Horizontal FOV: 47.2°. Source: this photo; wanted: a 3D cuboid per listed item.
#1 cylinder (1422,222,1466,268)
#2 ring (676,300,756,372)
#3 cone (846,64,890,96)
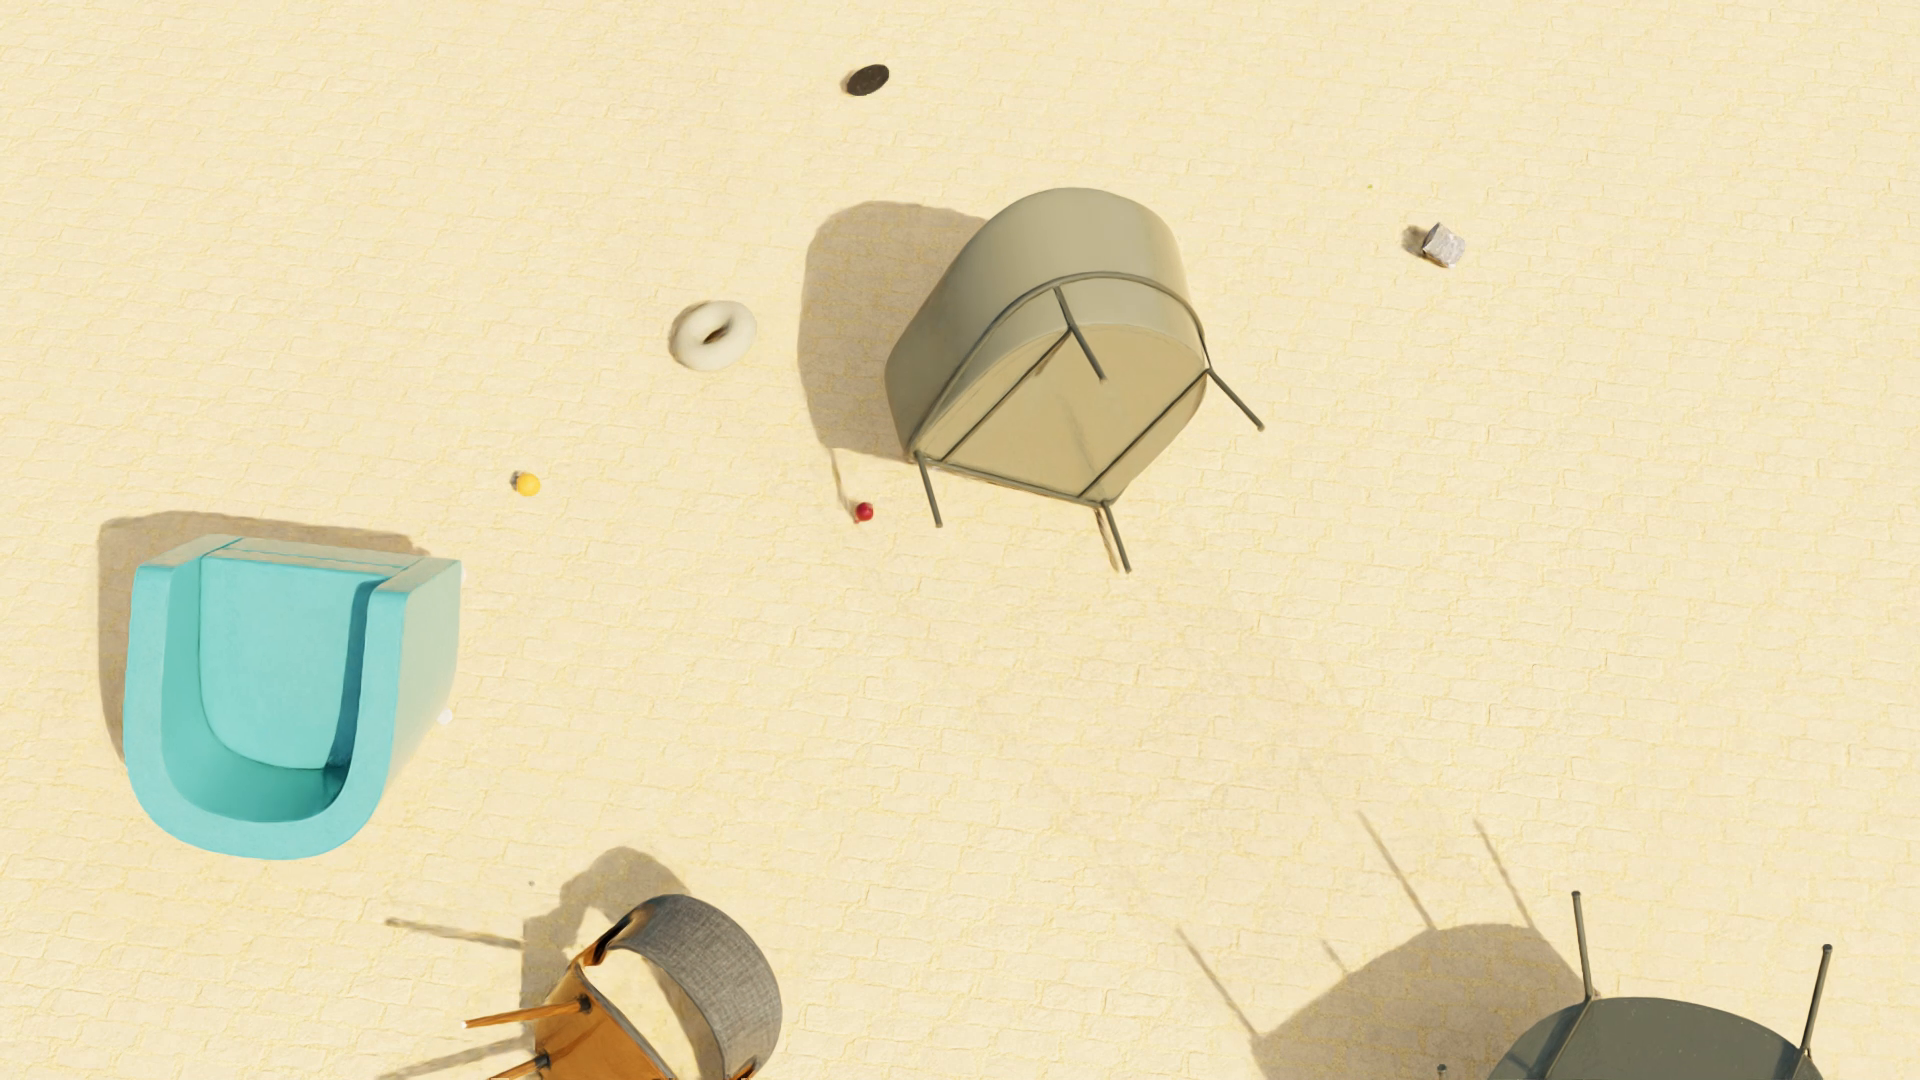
[{"bbox_3d":[1.573,-0.957,7.141,0.111,0.080,0.121,34,56,-7],"label":"cylinder"},{"bbox_3d":[-0.768,-0.642,6.918,0.272,0.092,0.264,-25,50,2],"label":"ring"},{"bbox_3d":[-0.326,-1.606,7.625,0.162,0.094,0.095,-27,29,2],"label":"cone"}]
